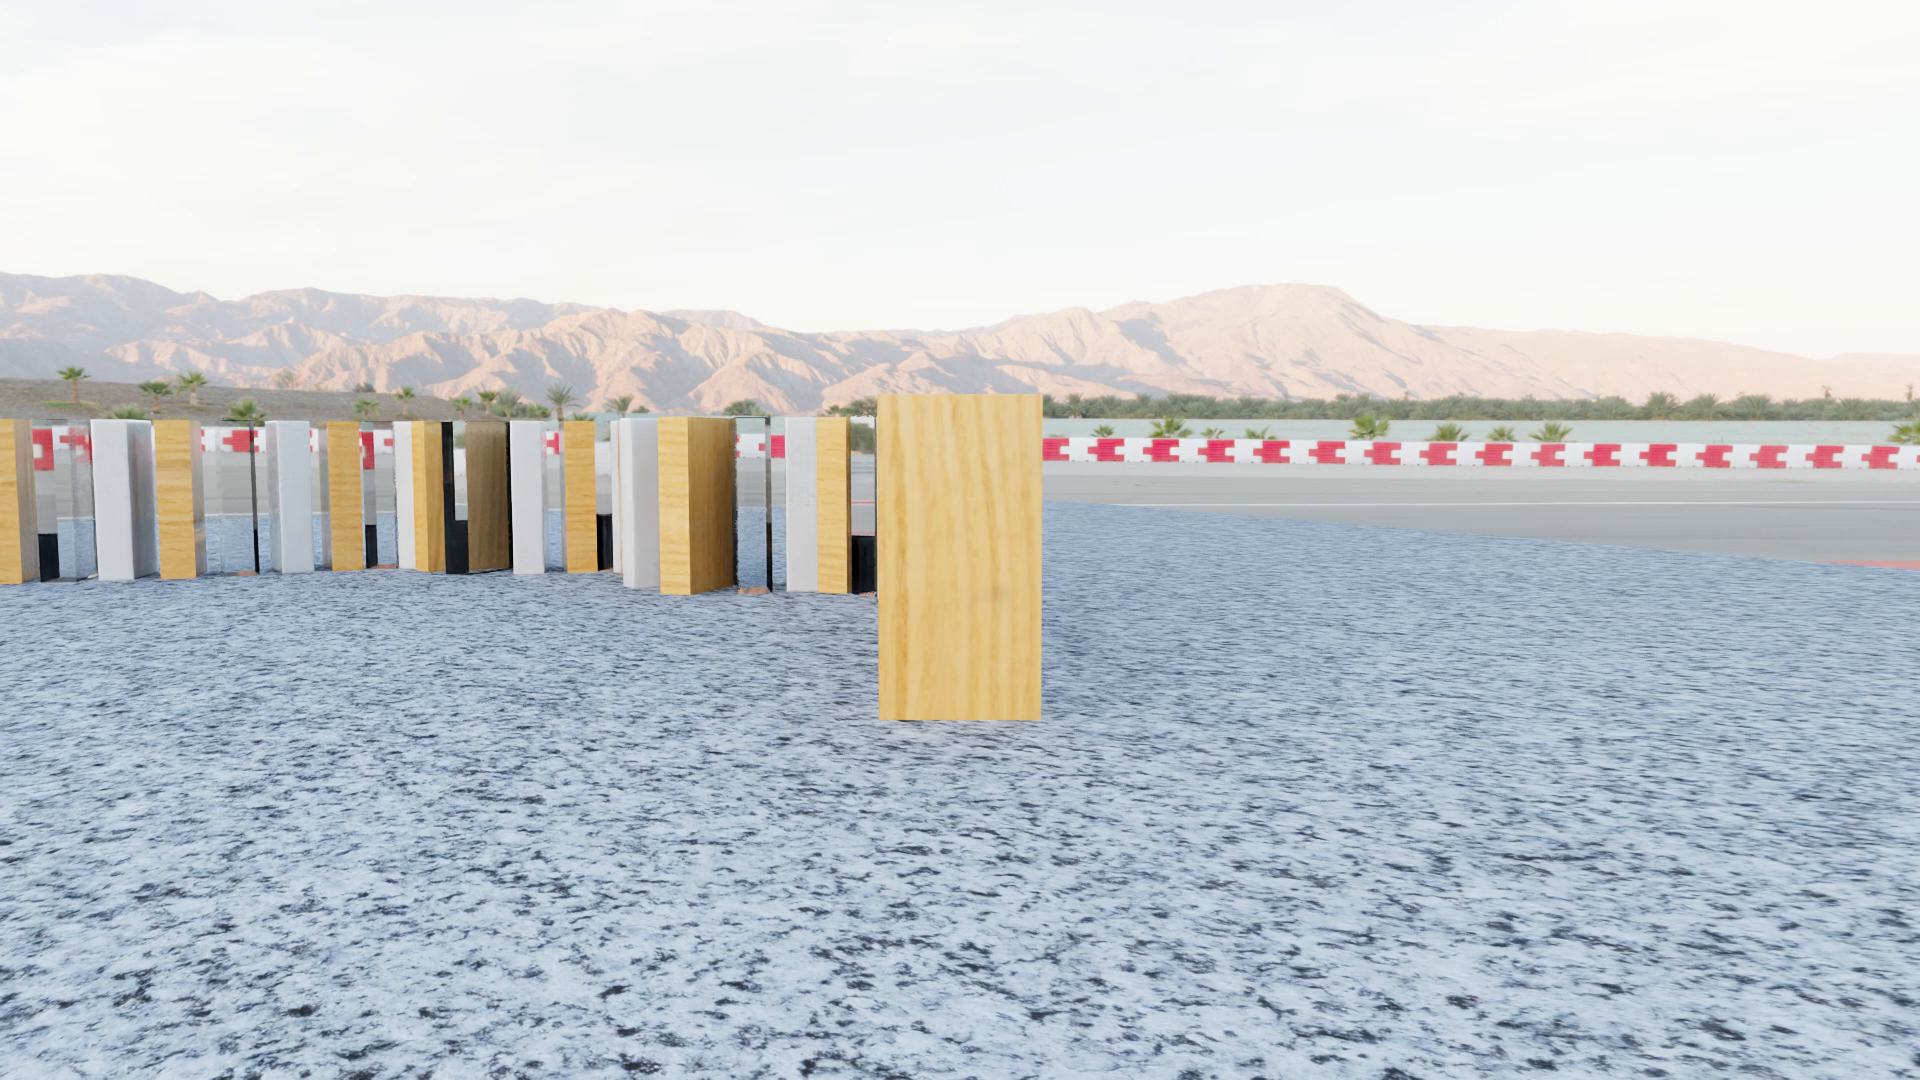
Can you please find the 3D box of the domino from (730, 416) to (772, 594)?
[{"bbox_3d":[-0.061,-0.011,0.375,0.009,0.050,0.025,-1,4,-14],"label":"domino"}]

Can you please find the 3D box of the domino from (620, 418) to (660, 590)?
[{"bbox_3d":[-0.088,-0.011,0.385,0.025,0.050,0.009,-3,5,-32],"label":"domino"}]

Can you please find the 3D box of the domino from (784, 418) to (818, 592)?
[{"bbox_3d":[-0.047,-0.011,0.379,0.009,0.050,0.025,-1,4,-8],"label":"domino"}]

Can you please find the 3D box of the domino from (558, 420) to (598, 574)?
[{"bbox_3d":[-0.129,-0.015,0.434,0.009,0.050,0.025,-2,5,-21],"label":"domino"}]

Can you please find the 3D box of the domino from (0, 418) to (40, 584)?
[{"bbox_3d":[-0.296,-0.012,0.400,0.010,0.050,0.025,-2,5,-24],"label":"domino"}]

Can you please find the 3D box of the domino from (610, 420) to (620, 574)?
[{"bbox_3d":[-0.102,-0.014,0.427,0.025,0.050,0.009,-3,6,-39],"label":"domino"}]

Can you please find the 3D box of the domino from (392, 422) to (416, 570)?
[{"bbox_3d":[-0.183,-0.016,0.447,0.010,0.050,0.025,2,5,24],"label":"domino"}]

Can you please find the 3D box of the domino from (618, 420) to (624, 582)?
[{"bbox_3d":[-0.092,-0.012,0.399,0.025,0.050,0.009,-1,4,-17],"label":"domino"}]

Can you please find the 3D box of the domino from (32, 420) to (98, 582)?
[{"bbox_3d":[-0.281,-0.013,0.405,0.010,0.050,0.025,-1,4,-17],"label":"domino"}]

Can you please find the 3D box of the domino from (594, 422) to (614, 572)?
[{"bbox_3d":[-0.115,-0.015,0.438,0.009,0.050,0.025,1,4,8],"label":"domino"}]

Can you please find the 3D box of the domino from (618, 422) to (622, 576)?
[{"bbox_3d":[-0.097,-0.013,0.414,0.025,0.050,0.009,-1,4,-18],"label":"domino"}]

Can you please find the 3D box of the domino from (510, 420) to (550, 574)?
[{"bbox_3d":[-0.143,-0.015,0.429,0.009,0.050,0.025,-1,4,-14],"label":"domino"}]

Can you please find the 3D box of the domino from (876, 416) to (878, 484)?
[{"bbox_3d":[-0.010,-0.009,0.355,0.025,0.050,0.009,-2,5,-26],"label":"domino"}]

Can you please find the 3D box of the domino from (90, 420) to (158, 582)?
[{"bbox_3d":[-0.266,-0.013,0.409,0.009,0.050,0.025,-1,4,-17],"label":"domino"}]

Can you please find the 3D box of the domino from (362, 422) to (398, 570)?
[{"bbox_3d":[-0.200,-0.016,0.447,0.009,0.050,0.025,-1,4,-12],"label":"domino"}]

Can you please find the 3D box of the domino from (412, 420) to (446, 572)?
[{"bbox_3d":[-0.172,-0.015,0.437,0.010,0.050,0.025,4,6,43],"label":"domino"}]

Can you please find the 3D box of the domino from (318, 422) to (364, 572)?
[{"bbox_3d":[-0.213,-0.015,0.440,0.009,0.050,0.025,-3,5,-33],"label":"domino"}]

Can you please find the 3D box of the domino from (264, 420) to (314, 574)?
[{"bbox_3d":[-0.225,-0.015,0.431,0.010,0.050,0.025,-3,5,-36],"label":"domino"}]

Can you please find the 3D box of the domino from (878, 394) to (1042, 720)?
[{"bbox_3d":[0.000,0.002,0.201,0.025,0.050,0.009,0,4,0],"label":"domino"}]

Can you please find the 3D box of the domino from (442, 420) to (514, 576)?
[{"bbox_3d":[-0.159,-0.015,0.428,0.010,0.050,0.025,2,5,20],"label":"domino"}]

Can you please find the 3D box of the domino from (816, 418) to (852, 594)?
[{"bbox_3d":[-0.031,-0.011,0.376,0.009,0.050,0.025,2,5,24],"label":"domino"}]

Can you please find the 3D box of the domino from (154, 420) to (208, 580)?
[{"bbox_3d":[-0.252,-0.014,0.415,0.010,0.050,0.025,-2,5,-23],"label":"domino"}]

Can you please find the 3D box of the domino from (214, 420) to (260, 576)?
[{"bbox_3d":[-0.238,-0.014,0.422,0.009,0.050,0.025,-3,5,-33],"label":"domino"}]

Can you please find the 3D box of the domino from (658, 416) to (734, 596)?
[{"bbox_3d":[-0.077,-0.010,0.373,0.010,0.050,0.025,1,5,18],"label":"domino"}]

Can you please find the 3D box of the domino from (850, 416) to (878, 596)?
[{"bbox_3d":[-0.019,-0.010,0.367,0.010,0.050,0.025,4,6,43],"label":"domino"}]
